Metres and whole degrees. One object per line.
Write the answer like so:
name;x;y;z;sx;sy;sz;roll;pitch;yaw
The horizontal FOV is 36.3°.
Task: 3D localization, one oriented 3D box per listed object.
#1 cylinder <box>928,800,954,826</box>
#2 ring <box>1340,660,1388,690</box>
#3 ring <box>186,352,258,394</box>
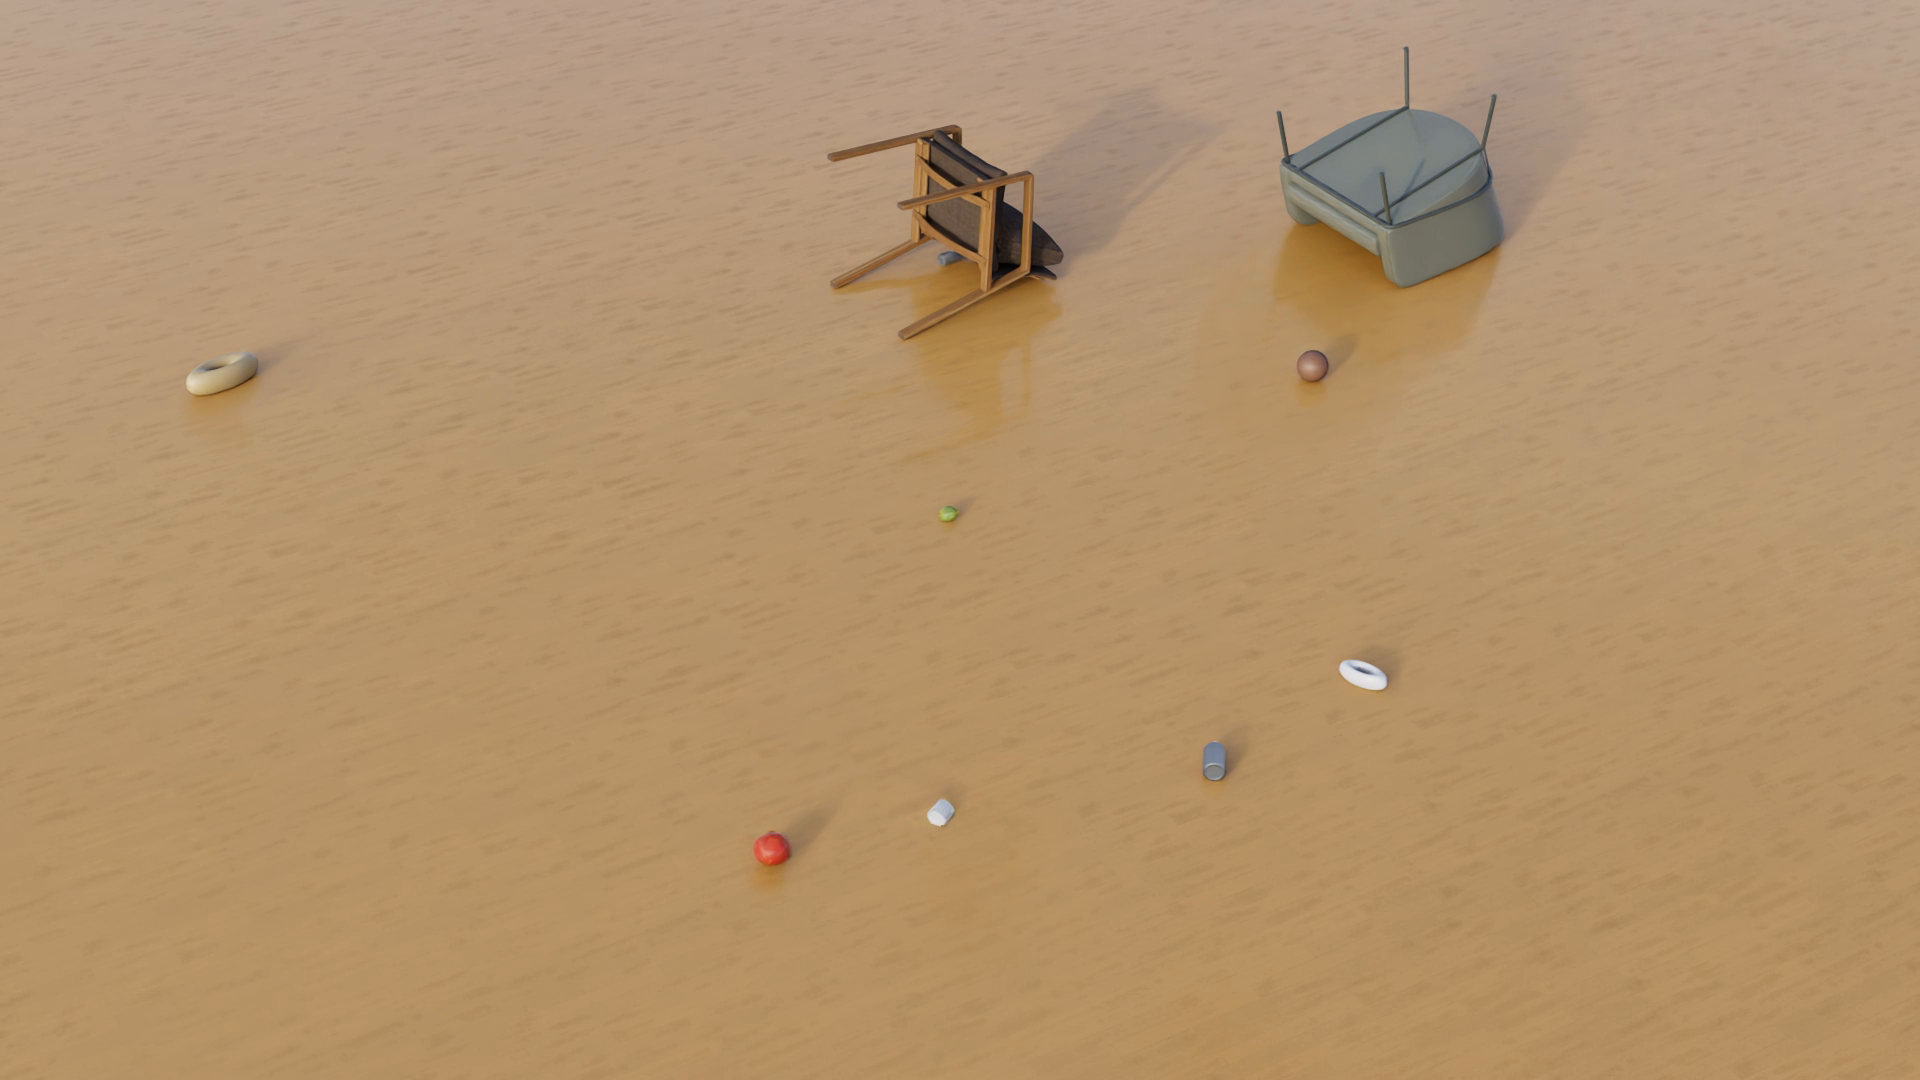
cylinder;-0.062;0.888;9.544;0.065;0.057;0.067;35;42;8
ring;1.401;0.468;10.179;0.188;0.061;0.087;22;41;31
ring;-2.988;-0.675;11.878;0.327;0.102;0.139;-27;40;-36
